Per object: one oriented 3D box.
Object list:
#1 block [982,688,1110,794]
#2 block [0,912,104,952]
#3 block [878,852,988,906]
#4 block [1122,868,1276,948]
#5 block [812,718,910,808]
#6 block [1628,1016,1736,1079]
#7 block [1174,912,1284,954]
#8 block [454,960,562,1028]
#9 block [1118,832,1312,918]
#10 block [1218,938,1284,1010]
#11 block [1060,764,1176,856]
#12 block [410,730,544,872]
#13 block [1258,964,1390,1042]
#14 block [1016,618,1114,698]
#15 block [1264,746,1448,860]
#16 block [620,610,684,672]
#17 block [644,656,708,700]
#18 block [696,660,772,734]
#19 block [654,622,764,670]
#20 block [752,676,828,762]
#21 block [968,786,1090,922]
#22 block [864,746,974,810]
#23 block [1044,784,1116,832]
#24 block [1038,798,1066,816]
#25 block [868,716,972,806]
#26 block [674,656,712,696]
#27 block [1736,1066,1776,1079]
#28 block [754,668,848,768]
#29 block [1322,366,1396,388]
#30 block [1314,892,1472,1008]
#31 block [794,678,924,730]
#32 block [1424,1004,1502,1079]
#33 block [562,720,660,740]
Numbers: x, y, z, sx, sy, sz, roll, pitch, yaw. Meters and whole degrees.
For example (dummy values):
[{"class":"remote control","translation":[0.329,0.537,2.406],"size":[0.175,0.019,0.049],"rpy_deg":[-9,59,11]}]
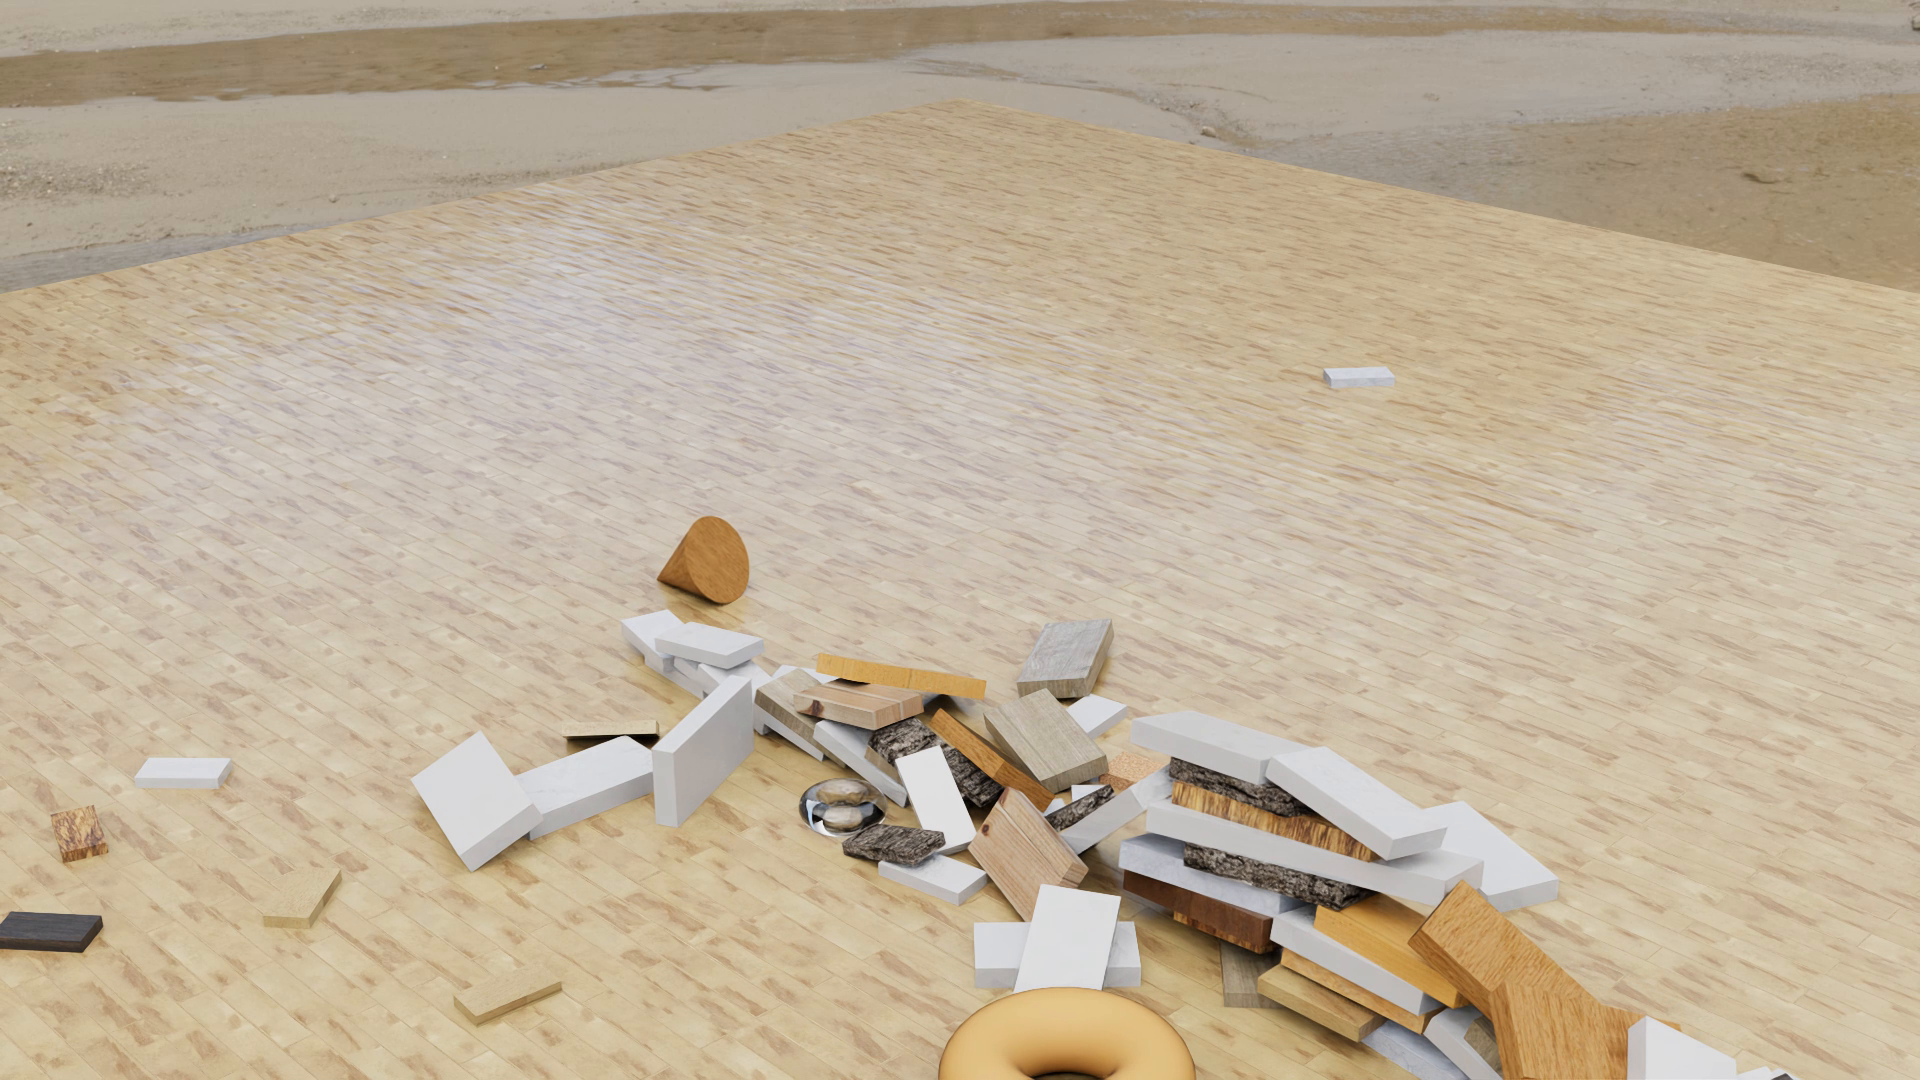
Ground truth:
[{"class":"block","translation":[0.179,0.426,4.648],"size":[0.152,0.043,0.303],"rpy_deg":[-20,30,-15]},{"class":"block","translation":[-1.676,0.719,4.035],"size":[0.173,0.024,0.086],"rpy_deg":[2,23,4]},{"class":"block","translation":[-0.052,0.640,4.219],"size":[0.189,0.027,0.094],"rpy_deg":[16,28,32]},{"class":"block","translation":[0.483,0.650,4.006],"size":[0.177,0.050,0.354],"rpy_deg":[-3,12,-39]},{"class":"block","translation":[-0.163,0.445,4.573],"size":[0.267,0.038,0.134],"rpy_deg":[34,38,29]},{"class":"block","translation":[1.099,0.904,3.345],"size":[0.167,0.047,0.333],"rpy_deg":[27,44,-7]},{"class":"block","translation":[0.501,0.695,3.985],"size":[0.105,0.030,0.210],"rpy_deg":[-4,12,-41]},{"class":"block","translation":[-0.793,0.795,3.856],"size":[0.166,0.024,0.083],"rpy_deg":[-18,29,-36]},{"class":"block","translation":[0.484,0.600,4.000],"size":[0.354,0.050,0.177],"rpy_deg":[12,12,41]},{"class":"block","translation":[0.520,0.762,3.927],"size":[0.105,0.030,0.210],"rpy_deg":[1,23,3]},{"class":"block","translation":[0.287,0.525,4.156],"size":[0.177,0.354,0.050],"rpy_deg":[-23,77,-43]},{"class":"block","translation":[-0.966,0.517,4.390],"size":[0.171,0.048,0.341],"rpy_deg":[-36,34,-13]},{"class":"block","translation":[0.626,0.783,3.769],"size":[0.210,0.030,0.105],"rpy_deg":[21,30,40]},{"class":"block","translation":[0.244,0.271,5.027],"size":[0.159,0.045,0.319],"rpy_deg":[-5,21,17]},{"class":"block","translation":[0.678,0.448,3.775],"size":[0.144,0.041,0.288],"rpy_deg":[-4,27,-40]},{"class":"block","translation":[-0.681,0.232,5.084],"size":[0.120,0.034,0.239],"rpy_deg":[-13,26,-28]},{"class":"block","translation":[-0.605,0.293,5.028],"size":[0.120,0.034,0.239],"rpy_deg":[-18,29,-36]},{"class":"block","translation":[-0.461,0.333,4.831],"size":[0.115,0.033,0.230],"rpy_deg":[-21,46,-40]},{"class":"block","translation":[-0.561,0.234,4.914],"size":[0.230,0.033,0.115],"rpy_deg":[10,23,38]},{"class":"block","translation":[-0.346,0.383,4.735],"size":[0.230,0.033,0.115],"rpy_deg":[31,36,24]},{"class":"block","translation":[0.126,0.601,4.151],"size":[0.041,0.146,0.292],"rpy_deg":[27,9,-32]},{"class":"block","translation":[-0.067,0.473,4.499],"size":[0.235,0.033,0.117],"rpy_deg":[33,38,21]},{"class":"block","translation":[0.189,0.544,4.254],"size":[0.117,0.033,0.235],"rpy_deg":[-23,-8,-43]},{"class":"block","translation":[0.148,0.554,4.430],"size":[0.138,0.020,0.069],"rpy_deg":[-6,24,-13]},{"class":"block","translation":[-0.063,0.452,4.471],"size":[0.235,0.033,0.117],"rpy_deg":[38,40,26]},{"class":"block","translation":[-0.515,0.311,4.910],"size":[0.120,0.034,0.239],"rpy_deg":[-22,45,-41]},{"class":"block","translation":[1.259,0.954,3.385],"size":[0.158,0.045,0.317],"rpy_deg":[-14,31,-9]},{"class":"block","translation":[-0.297,0.378,4.697],"size":[0.267,0.038,0.134],"rpy_deg":[33,37,27]},{"class":"block","translation":[1.258,-0.514,6.935],"size":[0.203,0.029,0.102],"rpy_deg":[-2,23,-5]},{"class":"block","translation":[0.764,0.685,3.695],"size":[0.157,0.044,0.313],"rpy_deg":[-3,18,-38]},{"class":"block","translation":[-0.214,0.341,4.601],"size":[0.134,0.038,0.267],"rpy_deg":[-17,16,-39]},{"class":"block","translation":[0.909,0.859,3.562],"size":[0.145,0.041,0.291],"rpy_deg":[-20,49,-38]},{"class":"block","translation":[-0.746,0.407,4.703],"size":[0.198,0.028,0.099],"rpy_deg":[-1,-10,-3]}]
